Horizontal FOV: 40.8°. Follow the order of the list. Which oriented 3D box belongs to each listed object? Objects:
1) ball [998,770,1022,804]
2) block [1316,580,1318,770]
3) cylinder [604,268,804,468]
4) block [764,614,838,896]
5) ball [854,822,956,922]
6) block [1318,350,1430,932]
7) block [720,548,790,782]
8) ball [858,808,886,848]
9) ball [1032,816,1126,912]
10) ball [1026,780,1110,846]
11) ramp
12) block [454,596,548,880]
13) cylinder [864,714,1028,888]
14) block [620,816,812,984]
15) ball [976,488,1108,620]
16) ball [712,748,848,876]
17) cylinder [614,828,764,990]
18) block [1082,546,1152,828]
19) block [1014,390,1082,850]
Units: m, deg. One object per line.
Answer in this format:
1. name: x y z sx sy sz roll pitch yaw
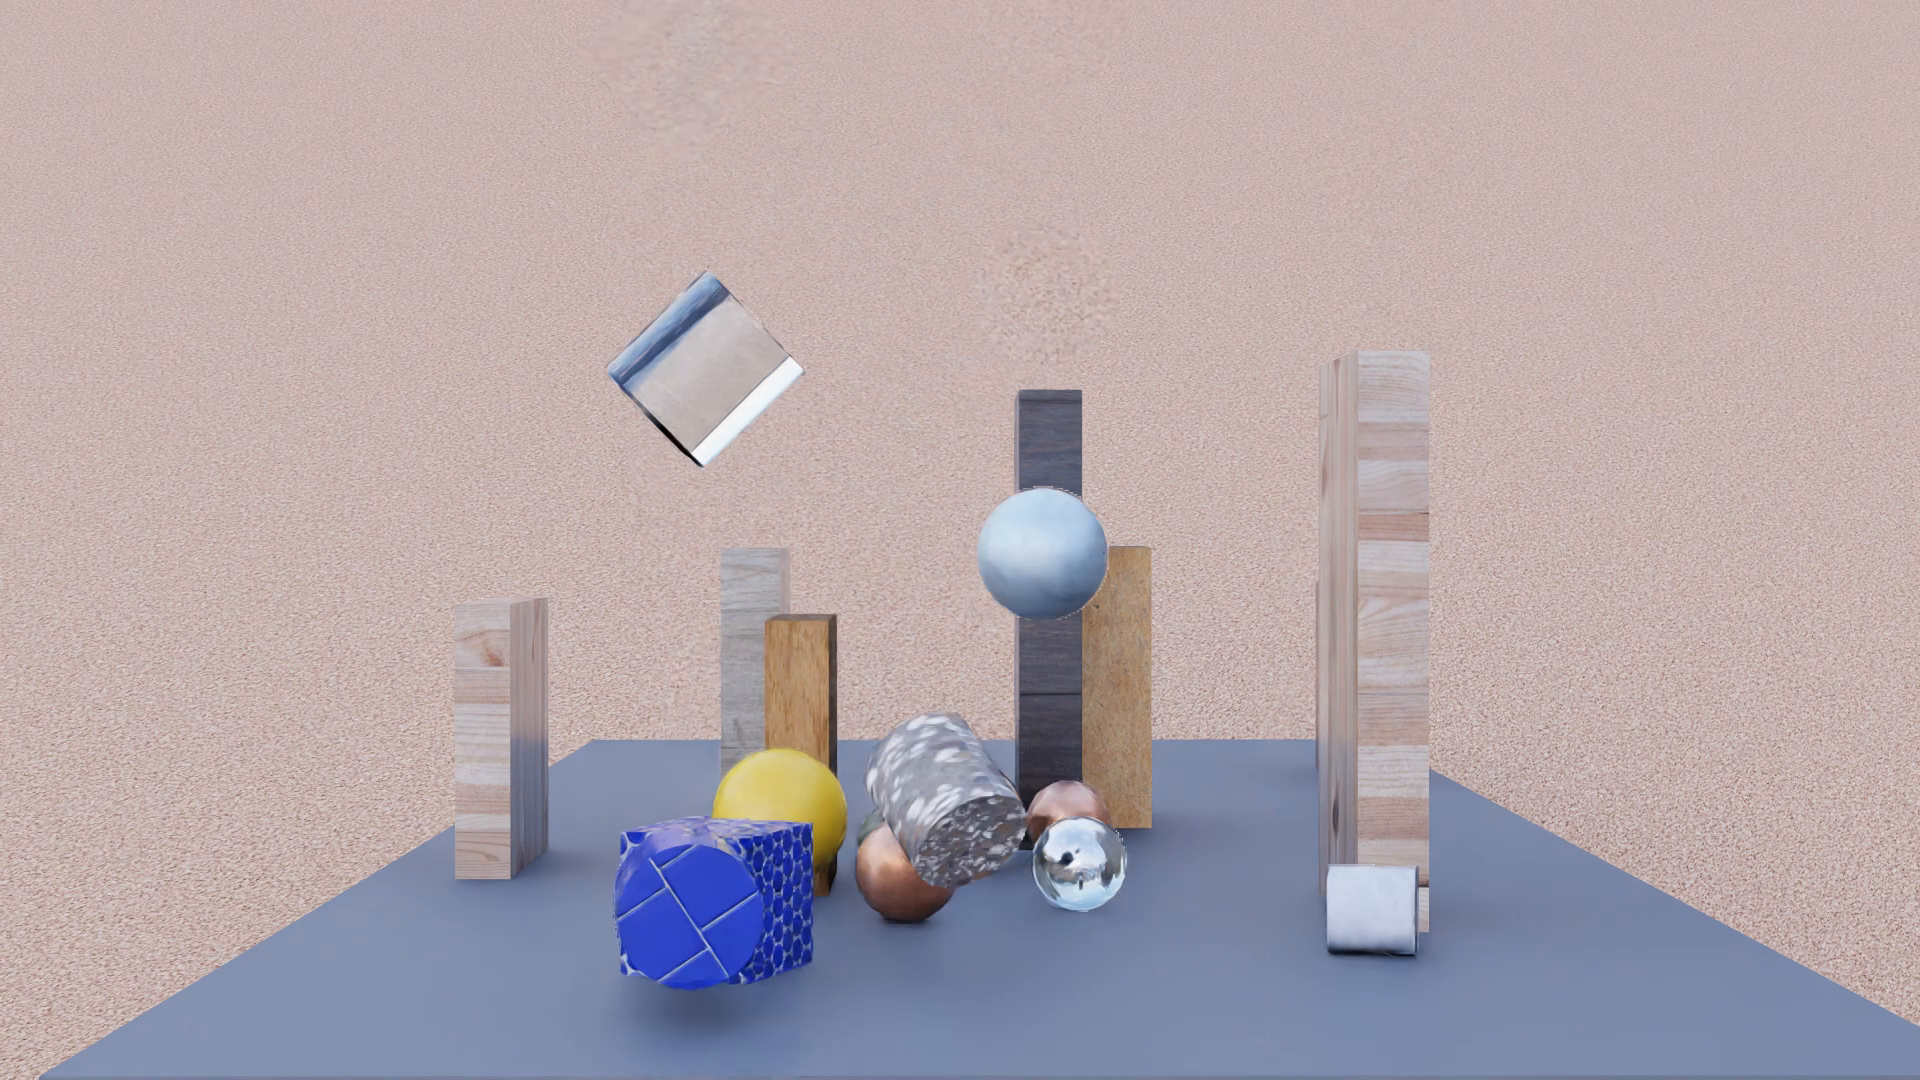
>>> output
1. ball: 0.015 0.443 4.147 0.176 0.176 0.176 0 29 0
2. block: 0.866 0.305 5.677 0.120 0.425 0.369 0 0 0
3. cylinder: -0.264 -0.177 2.675 0.147 0.147 0.147 -44 37 0
4. block: -0.245 0.326 4.015 0.095 0.412 0.283 0 0 0
5. ball: -0.074 0.462 3.629 0.148 0.148 0.148 0 29 0
6. block: 0.592 0.137 3.720 0.097 0.795 0.383 0 0 0
7. block: -0.382 0.271 4.849 0.107 0.510 0.299 0 0 0
8. ball: -0.103 0.473 4.057 0.117 0.117 0.117 0 29 0
9. ball: 0.172 0.466 3.726 0.137 0.137 0.137 0 29 0
10. ball: 0.177 0.462 4.237 0.136 0.136 0.136 0 29 0
11. ramp: 0.064 0.577 4.622 2.000 0.100 4.000 0 0 0
12. block: -0.750 0.315 4.246 0.087 0.432 0.380 0 0 0
13. cylinder: -0.020 0.341 3.392 0.162 0.162 0.162 -13 43 -23
14. block: -0.305 0.450 3.252 0.178 0.178 0.178 0 1 23
15. ball: 0.098 0.016 3.065 0.155 0.155 0.155 0 29 0
16. ball: -0.263 0.404 3.774 0.199 0.199 0.199 0 29 0
17. cylinder: -0.314 0.421 2.974 0.163 0.163 0.163 -5 1 -9
18. block: 0.284 0.269 4.854 0.131 0.513 0.270 0 0 0
19. block: 0.154 0.135 4.598 0.107 0.785 0.396 0 0 0
